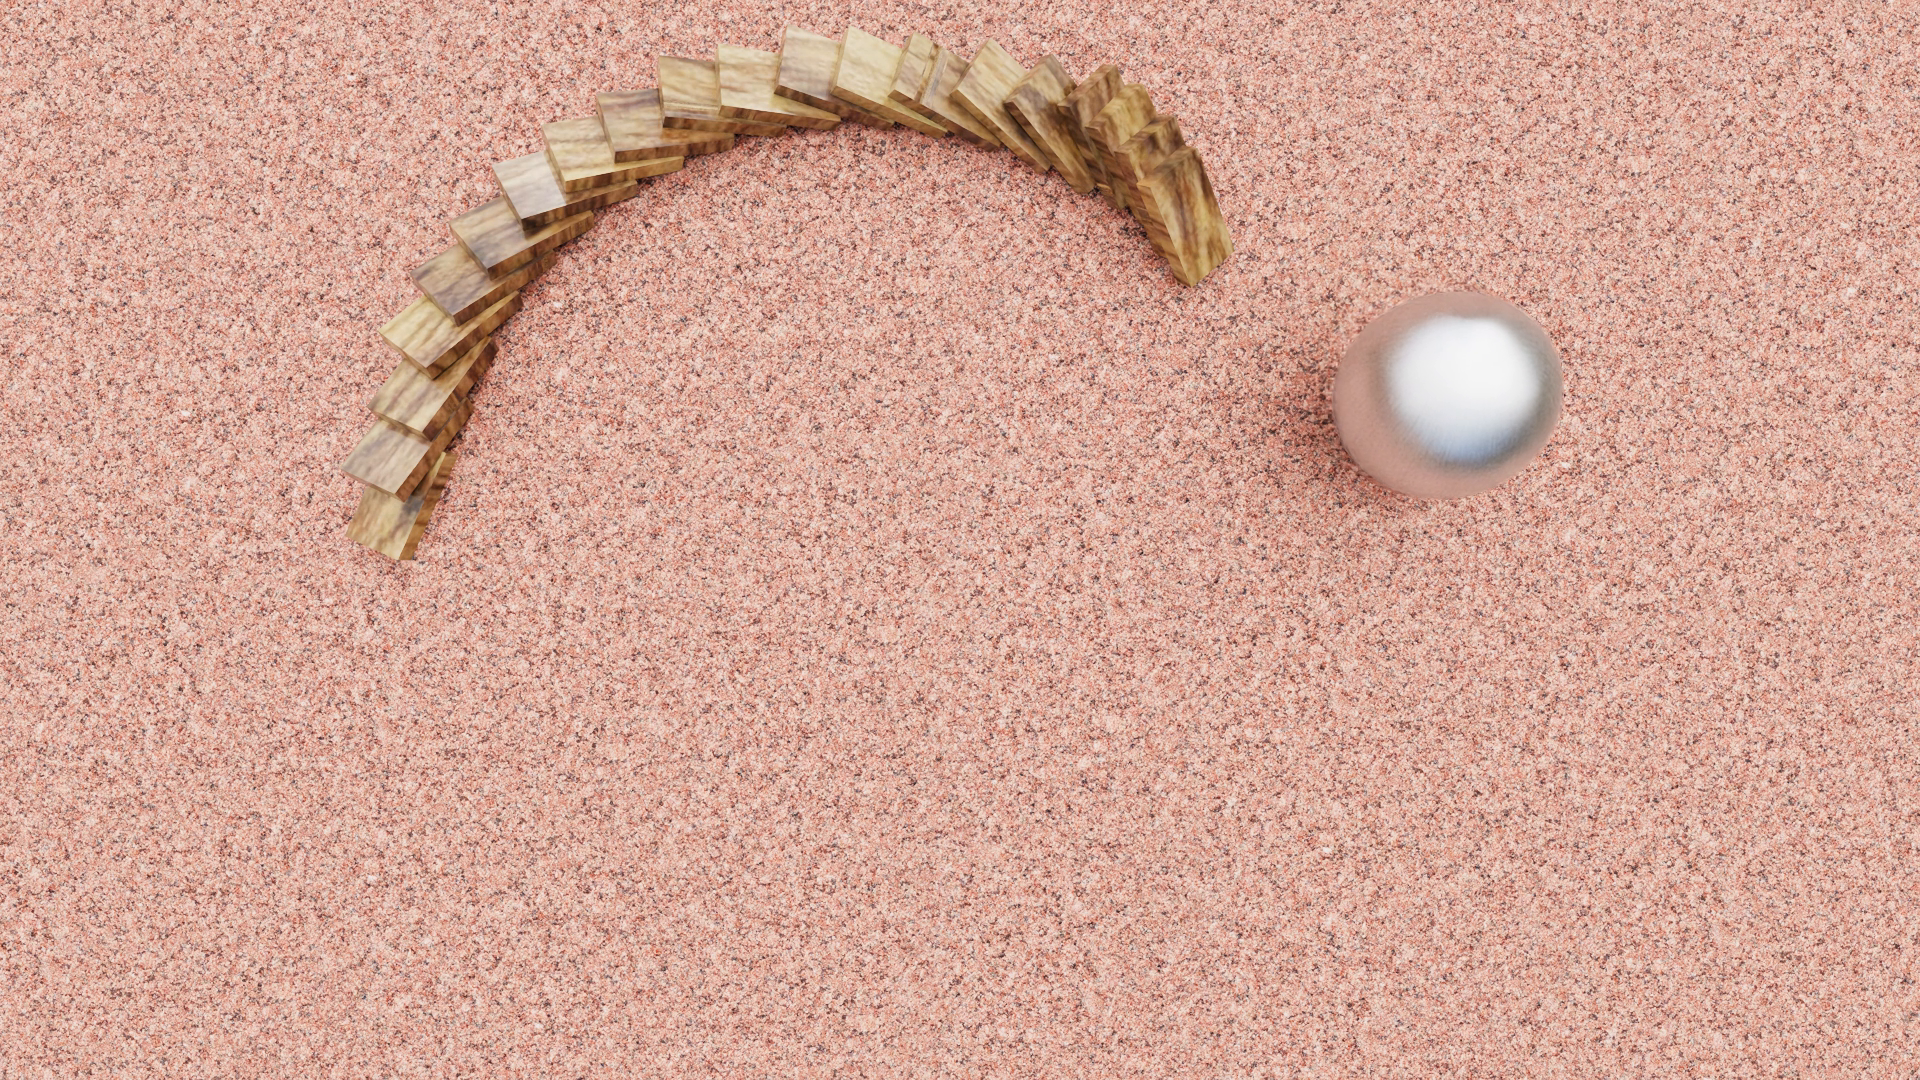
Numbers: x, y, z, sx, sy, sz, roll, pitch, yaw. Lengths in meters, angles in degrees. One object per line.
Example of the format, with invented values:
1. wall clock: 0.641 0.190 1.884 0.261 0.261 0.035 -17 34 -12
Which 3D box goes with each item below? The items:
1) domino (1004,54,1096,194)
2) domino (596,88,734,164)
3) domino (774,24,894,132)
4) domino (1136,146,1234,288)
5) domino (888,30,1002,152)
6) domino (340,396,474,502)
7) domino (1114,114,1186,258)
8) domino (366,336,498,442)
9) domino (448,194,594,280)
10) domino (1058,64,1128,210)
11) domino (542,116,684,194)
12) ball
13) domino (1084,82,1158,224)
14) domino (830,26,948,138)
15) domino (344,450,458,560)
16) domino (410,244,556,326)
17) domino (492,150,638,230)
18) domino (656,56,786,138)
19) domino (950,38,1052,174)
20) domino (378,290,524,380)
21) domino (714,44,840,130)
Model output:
1. domino: 0.044 -0.173 0.384 0.050 0.010 0.025 39 90 -29
2. domino: -0.124 -0.176 0.385 0.050 0.009 0.025 -18 90 -24
3. domino: -0.051 -0.194 0.385 0.050 0.009 0.025 8 90 -24
4. domino: 0.094 -0.133 0.380 0.025 0.010 0.050 -40 128 -3
5. domino: -0.003 -0.188 0.385 0.050 0.010 0.025 19 90 -24
6. domino: -0.232 -0.043 0.386 0.025 0.010 0.050 25 68 0
7. domino: 0.085 -0.146 0.380 0.025 0.010 0.050 -39 128 -4
8. domino: -0.221 -0.069 0.386 0.025 0.009 0.050 24 68 0
9. domino: -0.184 -0.133 0.385 0.050 0.009 0.025 -40 90 -24
10. domino: 0.063 -0.166 0.380 0.025 0.009 0.050 -42 129 -2
11. domino: -0.145 -0.165 0.385 0.050 0.009 0.025 -23 90 -24
12. ball: 0.189 -0.056 0.360 0.080 0.080 0.080 0 90 0
13. domino: 0.075 -0.159 0.379 0.025 0.009 0.050 -45 129 0
14. domino: -0.027 -0.192 0.385 0.050 0.010 0.025 12 90 -24
15. domino: -0.241 -0.019 0.395 0.025 0.010 0.050 24 90 0
16. domino: -0.200 -0.114 0.385 0.025 0.009 0.050 45 66 0
17. domino: -0.165 -0.151 0.385 0.050 0.010 0.025 -29 90 -24
18. domino: -0.100 -0.186 0.385 0.050 0.010 0.025 -6 90 -24
19. domino: 0.023 -0.182 0.386 0.050 0.010 0.025 33 90 -24
20. domino: -0.213 -0.094 0.385 0.025 0.010 0.050 38 65 0
21. domino: -0.076 -0.190 0.385 0.050 0.009 0.025 -3 90 -24
